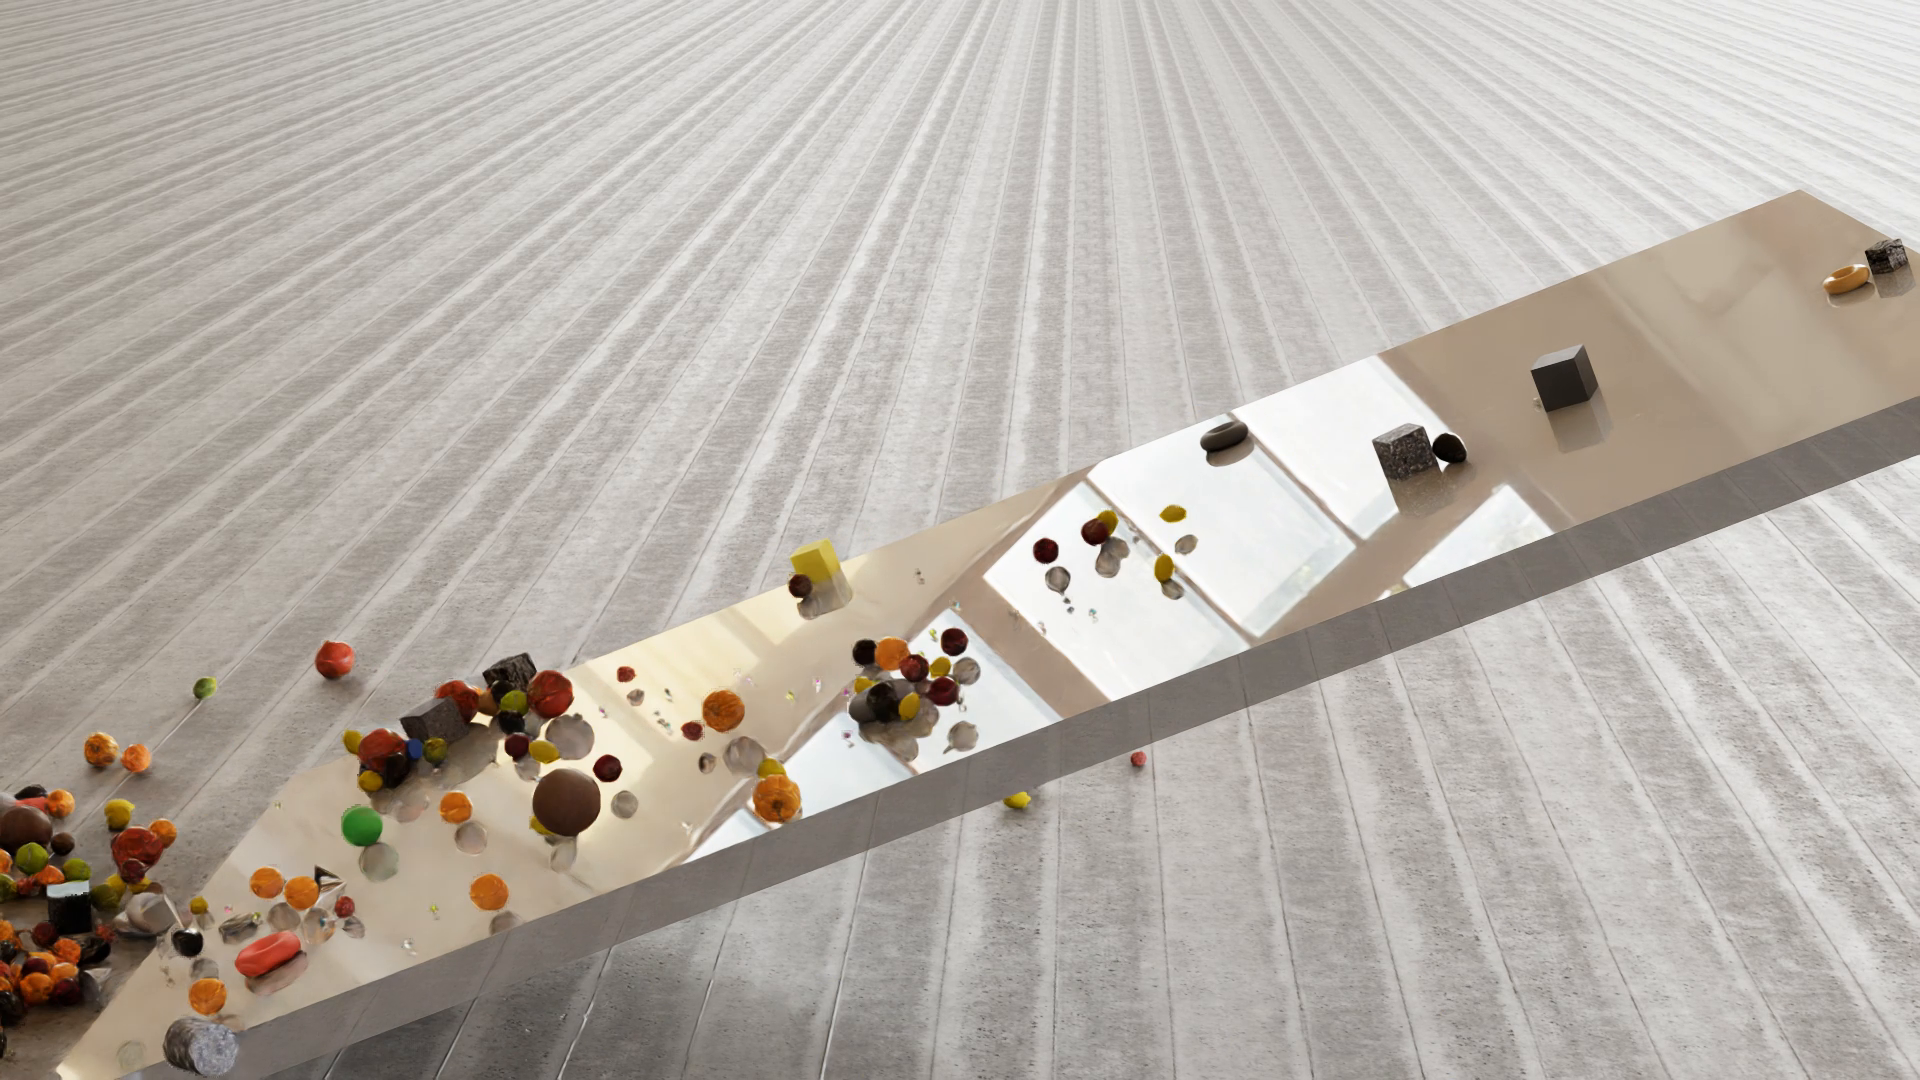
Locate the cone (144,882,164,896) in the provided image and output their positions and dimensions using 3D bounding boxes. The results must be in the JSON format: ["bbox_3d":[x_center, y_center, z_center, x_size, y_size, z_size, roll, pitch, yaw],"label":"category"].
[{"bbox_3d":[-1.884,0.834,6.923,0.051,0.051,0.051,5,-12,18],"label":"cone"}]

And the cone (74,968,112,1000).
[{"bbox_3d":[-1.857,0.942,6.348,0.075,0.075,0.075,8,29,30],"label":"cone"}]

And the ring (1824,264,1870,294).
[{"bbox_3d":[1.795,-0.528,5.957,0.095,0.032,0.095,-25,14,7],"label":"ring"}]

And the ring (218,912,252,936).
[{"bbox_3d":[-1.539,0.815,6.248,0.077,0.026,0.077,-22,11,4],"label":"ring"}]

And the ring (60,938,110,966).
[{"bbox_3d":[-1.951,0.918,6.561,0.109,0.036,0.109,-1,15,0],"label":"ring"}]

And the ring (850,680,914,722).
[{"bbox_3d":[-0.155,0.318,5.824,0.139,0.046,0.139,-21,13,5],"label":"ring"}]

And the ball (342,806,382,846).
[{"bbox_3d":[-1.317,0.632,6.481,0.089,0.089,0.089,0,14,0],"label":"ball"}]

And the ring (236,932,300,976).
[{"bbox_3d":[-1.381,0.826,5.870,0.135,0.045,0.135,-21,13,5],"label":"ring"}]

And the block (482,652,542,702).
[{"bbox_3d":[-1.118,0.346,7.351,0.089,0.089,0.089,-14,15,36],"label":"block"}]

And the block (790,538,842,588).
[{"bbox_3d":[-0.355,0.055,7.236,0.081,0.081,0.081,-18,13,22],"label":"block"}]

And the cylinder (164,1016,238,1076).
[{"bbox_3d":[-1.397,0.932,5.412,0.096,0.096,0.096,4,13,41],"label":"cylinder"}]

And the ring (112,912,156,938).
[{"bbox_3d":[-1.875,0.876,6.721,0.121,0.040,0.121,1,15,0],"label":"ring"}]

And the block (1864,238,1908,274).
[{"bbox_3d":[1.877,-0.574,5.959,0.053,0.053,0.053,-30,14,-30],"label":"block"}]

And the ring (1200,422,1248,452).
[{"bbox_3d":[0.615,-0.242,6.852,0.120,0.040,0.120,-22,11,4],"label":"ring"}]

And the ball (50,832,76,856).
[{"bbox_3d":[-2.200,0.744,7.209,0.058,0.058,0.058,0,14,0],"label":"ball"}]

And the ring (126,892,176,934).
[{"bbox_3d":[-1.837,0.848,6.684,0.116,0.039,0.116,21,28,-12],"label":"ring"}]

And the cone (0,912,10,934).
[{"bbox_3d":[-2.228,0.842,6.731,0.100,0.100,0.100,0,14,0],"label":"cone"}]

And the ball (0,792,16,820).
[{"bbox_3d":[-2.426,0.675,7.458,0.070,0.070,0.070,0,14,0],"label":"ball"}]

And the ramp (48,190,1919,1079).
[{"bbox_3d":[0.125,0.173,6.289,4.000,0.100,2.000,-21,12,7],"label":"ramp"}]

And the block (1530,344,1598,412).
[{"bbox_3d":[1.230,-0.329,5.983,0.094,0.094,0.094,-16,14,29],"label":"block"}]

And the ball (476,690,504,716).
[{"bbox_3d":[-1.156,0.402,7.233,0.066,0.066,0.066,0,14,0],"label":"ball"}]

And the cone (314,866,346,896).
[{"bbox_3d":[-1.339,0.725,6.258,0.067,0.067,0.067,3,14,-8],"label":"cone"}]

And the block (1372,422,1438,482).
[{"bbox_3d":[0.899,-0.178,5.950,0.086,0.086,0.086,-25,12,-11],"label":"block"}]

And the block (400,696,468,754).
[{"bbox_3d":[-1.281,0.452,7.163,0.100,0.100,0.100,-9,18,47],"label":"block"}]

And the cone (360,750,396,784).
[{"bbox_3d":[-1.399,0.552,7.094,0.082,0.082,0.082,5,14,2],"label":"cone"}]

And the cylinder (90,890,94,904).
[{"bbox_3d":[-2.055,0.836,6.832,0.063,0.063,0.063,1,12,3],"label":"cylinder"}]

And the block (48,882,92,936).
[{"bbox_3d":[-2.040,0.845,6.739,0.091,0.091,0.091,-4,15,-16],"label":"block"}]

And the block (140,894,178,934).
[{"bbox_3d":[-1.782,0.832,6.546,0.059,0.059,0.059,-30,11,-9],"label":"block"}]

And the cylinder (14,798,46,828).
[{"bbox_3d":[-2.343,0.687,7.416,0.069,0.069,0.069,-5,15,-20],"label":"cylinder"}]
